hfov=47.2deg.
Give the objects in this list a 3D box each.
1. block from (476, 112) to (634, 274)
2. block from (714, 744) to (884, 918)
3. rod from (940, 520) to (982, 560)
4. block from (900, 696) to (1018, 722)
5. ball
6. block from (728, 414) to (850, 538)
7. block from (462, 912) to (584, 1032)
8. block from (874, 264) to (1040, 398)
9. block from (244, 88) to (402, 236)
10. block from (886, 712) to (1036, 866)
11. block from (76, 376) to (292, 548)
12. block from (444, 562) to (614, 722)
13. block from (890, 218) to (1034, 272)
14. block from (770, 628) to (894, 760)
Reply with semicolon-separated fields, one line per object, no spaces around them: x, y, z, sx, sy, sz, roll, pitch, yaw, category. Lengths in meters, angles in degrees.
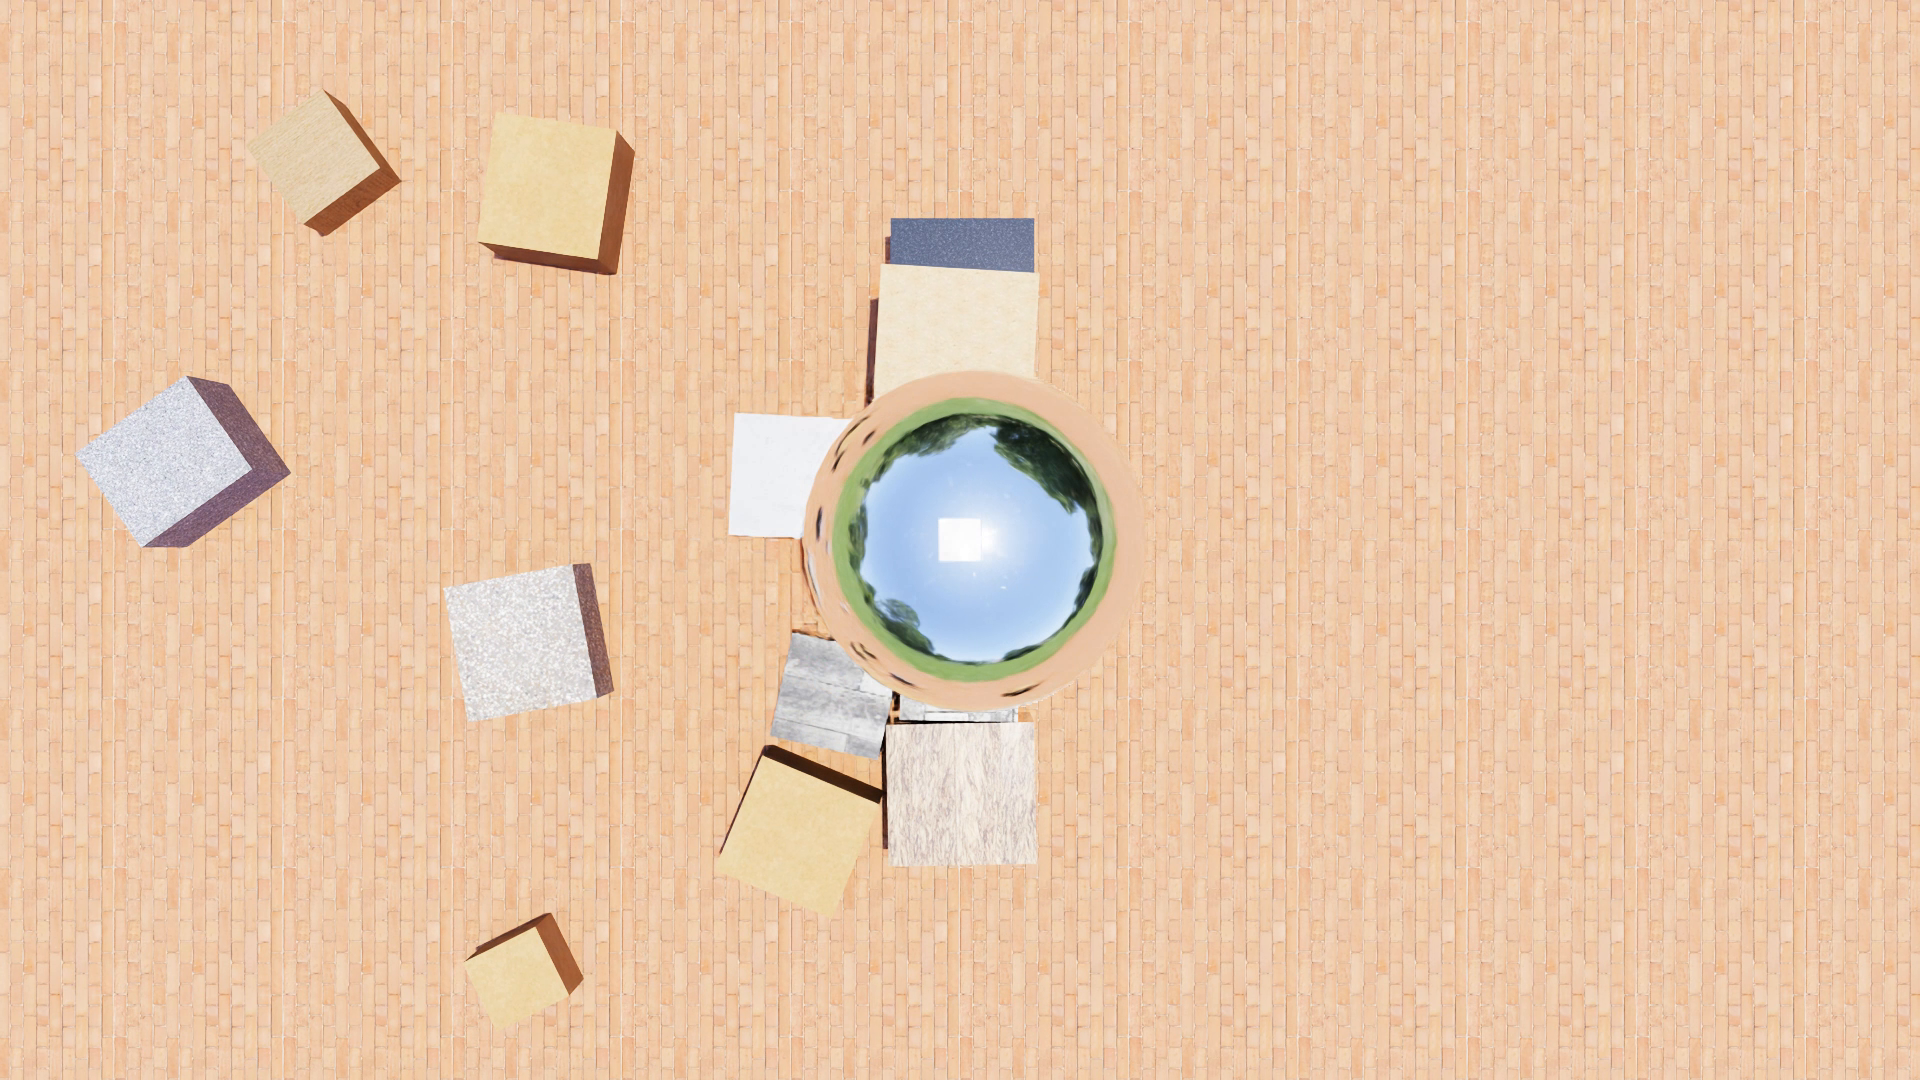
-2.313;-1.983;12.650;0.683;0.699;0.733;8;90;0;block
-0.912;1.663;12.653;0.711;0.694;0.692;23;90;0;block
0.029;0.000;6.827;0.080;5.200;0.080;0;90;1;rod
-0.002;0.720;12.644;0.662;0.713;0.579;1;90;0;block
0.067;0.000;10.227;1.600;1.600;1.600;0;90;0;ball
-0.950;-0.354;12.669;0.664;0.661;0.684;3;90;0;block
-2.526;2.499;12.753;0.462;0.494;0.438;-26;90;0;block
-0.021;-1.026;11.859;0.827;0.788;0.779;3;90;0;block
-3.686;-2.184;12.758;0.545;0.485;0.559;-36;90;0;block
0.008;1.418;12.628;0.826;0.744;0.789;-1;90;0;block
-4.446;-0.439;12.635;0.758;0.729;0.643;-35;90;0;block
-2.475;0.581;12.686;0.735;0.628;0.770;-11;90;0;block
0.014;-1.449;12.648;0.806;0.704;0.703;0;90;0;block
-0.701;0.879;12.680;0.623;0.640;0.596;13;90;0;block
